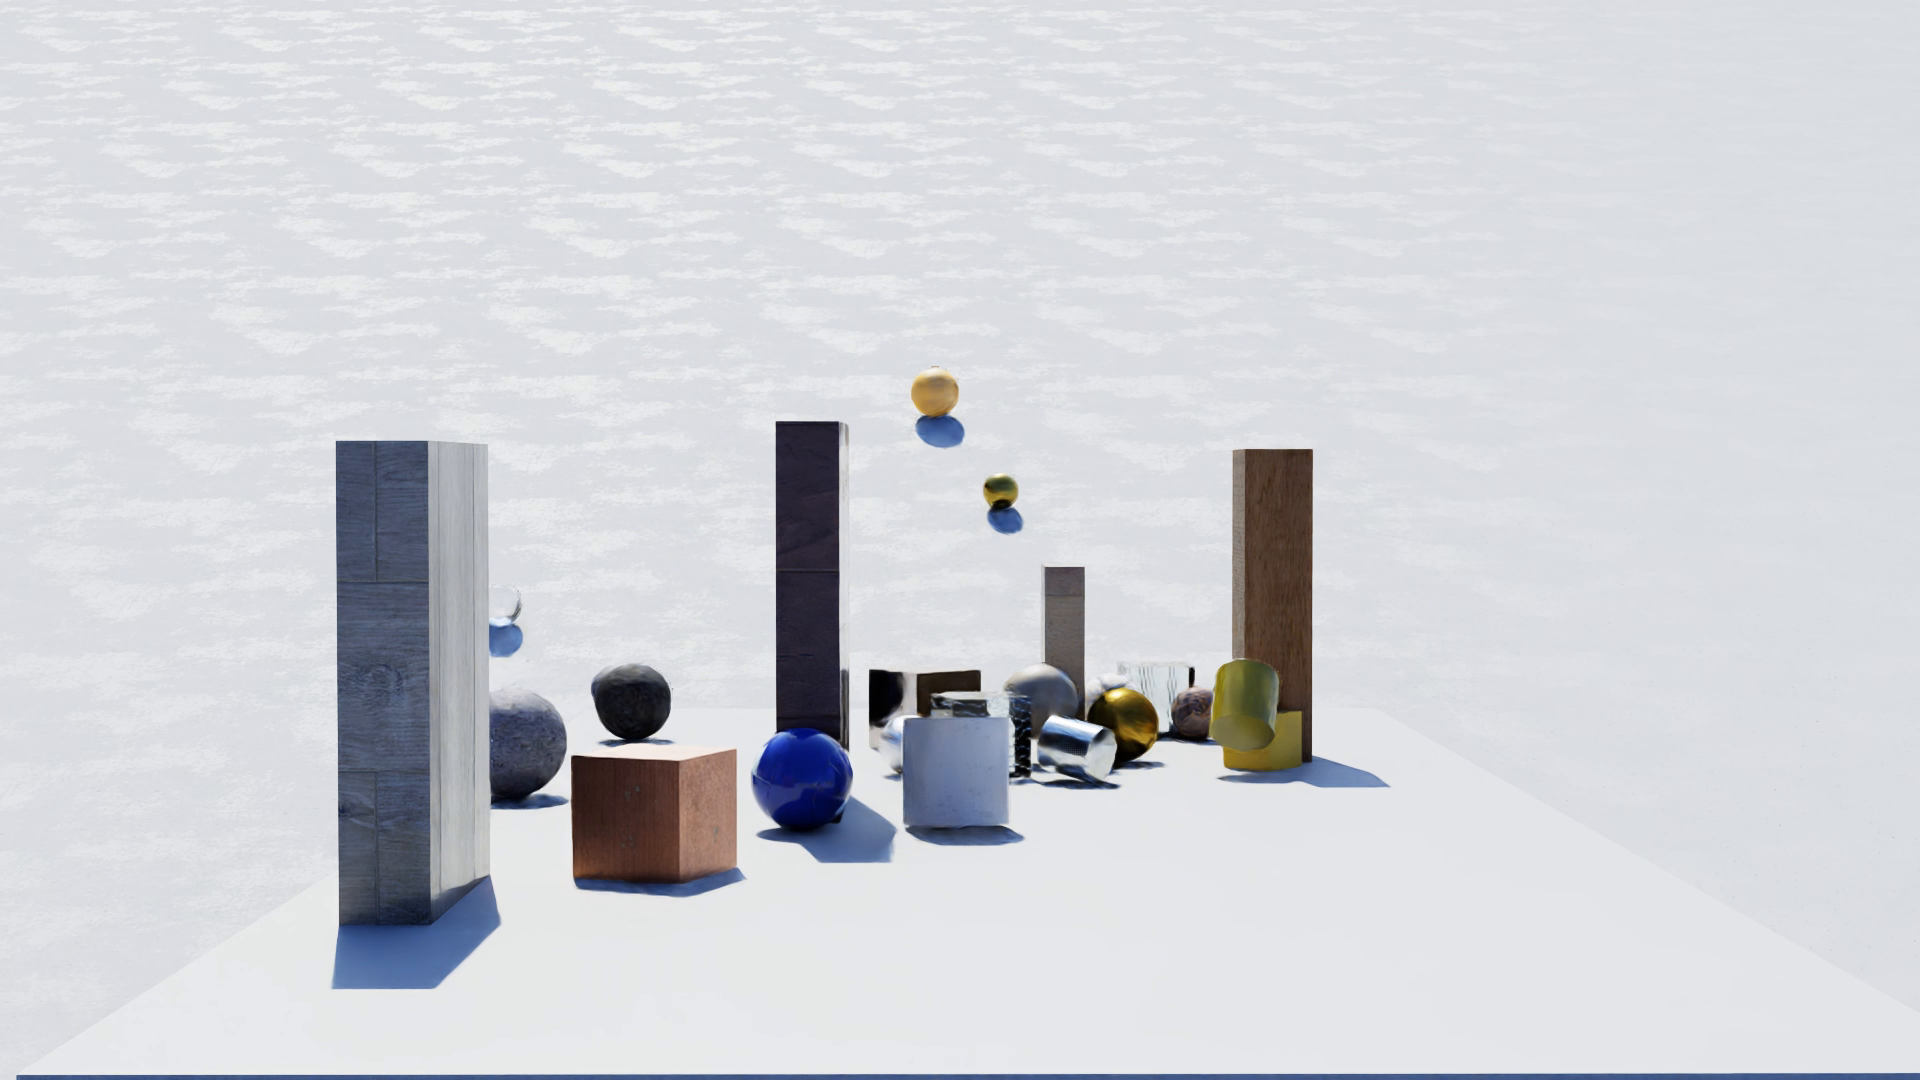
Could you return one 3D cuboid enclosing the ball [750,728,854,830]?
[{"bbox_3d":[-0.265,0.400,4.324,0.173,0.173,0.173,0,26,0],"label":"ball"}]

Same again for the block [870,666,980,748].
[{"bbox_3d":[-0.076,0.367,5.613,0.172,0.172,0.172,-1,2,-38],"label":"block"}]

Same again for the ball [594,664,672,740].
[{"bbox_3d":[-0.733,0.363,5.788,0.172,0.172,0.172,0,26,0],"label":"ball"}]

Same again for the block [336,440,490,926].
[{"bbox_3d":[-0.762,0.184,3.623,0.122,0.641,0.435,0,1,0],"label":"block"}]

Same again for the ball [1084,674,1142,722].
[{"bbox_3d":[0.336,0.373,5.733,0.151,0.151,0.151,0,26,0],"label":"ball"}]

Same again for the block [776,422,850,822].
[{"bbox_3d":[-0.260,0.136,4.605,0.109,0.687,0.403,0,1,0],"label":"block"}]

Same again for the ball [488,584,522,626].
[{"bbox_3d":[-1.273,0.183,7.151,0.116,0.116,0.116,0,26,0],"label":"ball"}]

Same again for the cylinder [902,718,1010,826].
[{"bbox_3d":[-0.007,0.389,4.339,0.179,0.179,0.179,0,-4,0],"label":"cylinder"}]

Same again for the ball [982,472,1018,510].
[{"bbox_3d":[0.124,-0.149,7.845,0.111,0.111,0.111,0,26,0],"label":"ball"}]

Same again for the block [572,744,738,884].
[{"bbox_3d":[-0.457,0.408,3.868,0.181,0.181,0.181,1,2,22],"label":"block"}]

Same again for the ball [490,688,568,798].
[{"bbox_3d":[-0.828,0.374,4.768,0.203,0.203,0.203,0,26,0],"label":"ball"}]

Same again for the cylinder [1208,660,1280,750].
[{"bbox_3d":[0.566,0.330,5.131,0.130,0.130,0.130,5,53,9],"label":"cylinder"}]

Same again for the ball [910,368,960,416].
[{"bbox_3d":[-0.082,-0.485,8.482,0.160,0.160,0.160,0,26,0],"label":"ball"}]

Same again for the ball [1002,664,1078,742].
[{"bbox_3d":[0.163,0.335,5.304,0.161,0.161,0.161,0,26,0],"label":"ball"}]

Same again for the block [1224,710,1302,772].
[{"bbox_3d":[0.616,0.405,5.252,0.114,0.114,0.114,1,2,42],"label":"block"}]

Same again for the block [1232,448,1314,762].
[{"bbox_3d":[0.658,0.133,5.446,0.141,0.648,0.240,0,1,0],"label":"block"}]

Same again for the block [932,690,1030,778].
[{"bbox_3d":[0.040,0.387,5.123,0.158,0.158,0.158,0,2,-17],"label":"block"}]

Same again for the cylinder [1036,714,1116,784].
[{"bbox_3d":[0.225,0.404,4.988,0.111,0.111,0.111,13,28,33],"label":"cylinder"}]

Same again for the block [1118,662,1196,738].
[{"bbox_3d":[0.451,0.365,5.927,0.159,0.159,0.159,0,1,-3],"label":"block"}]

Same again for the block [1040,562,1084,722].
[{"bbox_3d":[0.219,0.254,5.503,0.084,0.404,0.243,0,1,0],"label":"block"}]

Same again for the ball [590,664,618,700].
[{"bbox_3d":[-0.856,0.372,6.415,0.122,0.122,0.122,0,26,0],"label":"ball"}]

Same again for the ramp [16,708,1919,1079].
[{"bbox_3d":[0.059,0.530,4.567,2.000,0.100,4.000,0,1,0],"label":"ramp"}]

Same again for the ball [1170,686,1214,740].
[{"bbox_3d":[0.533,0.388,5.788,0.120,0.120,0.120,0,26,0],"label":"ball"}]

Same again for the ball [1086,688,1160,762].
[{"bbox_3d":[0.337,0.384,5.351,0.152,0.152,0.152,0,26,0],"label":"ball"}]

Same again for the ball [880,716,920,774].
[{"bbox_3d":[-0.101,0.407,5.111,0.119,0.119,0.119,0,26,0],"label":"ball"}]
